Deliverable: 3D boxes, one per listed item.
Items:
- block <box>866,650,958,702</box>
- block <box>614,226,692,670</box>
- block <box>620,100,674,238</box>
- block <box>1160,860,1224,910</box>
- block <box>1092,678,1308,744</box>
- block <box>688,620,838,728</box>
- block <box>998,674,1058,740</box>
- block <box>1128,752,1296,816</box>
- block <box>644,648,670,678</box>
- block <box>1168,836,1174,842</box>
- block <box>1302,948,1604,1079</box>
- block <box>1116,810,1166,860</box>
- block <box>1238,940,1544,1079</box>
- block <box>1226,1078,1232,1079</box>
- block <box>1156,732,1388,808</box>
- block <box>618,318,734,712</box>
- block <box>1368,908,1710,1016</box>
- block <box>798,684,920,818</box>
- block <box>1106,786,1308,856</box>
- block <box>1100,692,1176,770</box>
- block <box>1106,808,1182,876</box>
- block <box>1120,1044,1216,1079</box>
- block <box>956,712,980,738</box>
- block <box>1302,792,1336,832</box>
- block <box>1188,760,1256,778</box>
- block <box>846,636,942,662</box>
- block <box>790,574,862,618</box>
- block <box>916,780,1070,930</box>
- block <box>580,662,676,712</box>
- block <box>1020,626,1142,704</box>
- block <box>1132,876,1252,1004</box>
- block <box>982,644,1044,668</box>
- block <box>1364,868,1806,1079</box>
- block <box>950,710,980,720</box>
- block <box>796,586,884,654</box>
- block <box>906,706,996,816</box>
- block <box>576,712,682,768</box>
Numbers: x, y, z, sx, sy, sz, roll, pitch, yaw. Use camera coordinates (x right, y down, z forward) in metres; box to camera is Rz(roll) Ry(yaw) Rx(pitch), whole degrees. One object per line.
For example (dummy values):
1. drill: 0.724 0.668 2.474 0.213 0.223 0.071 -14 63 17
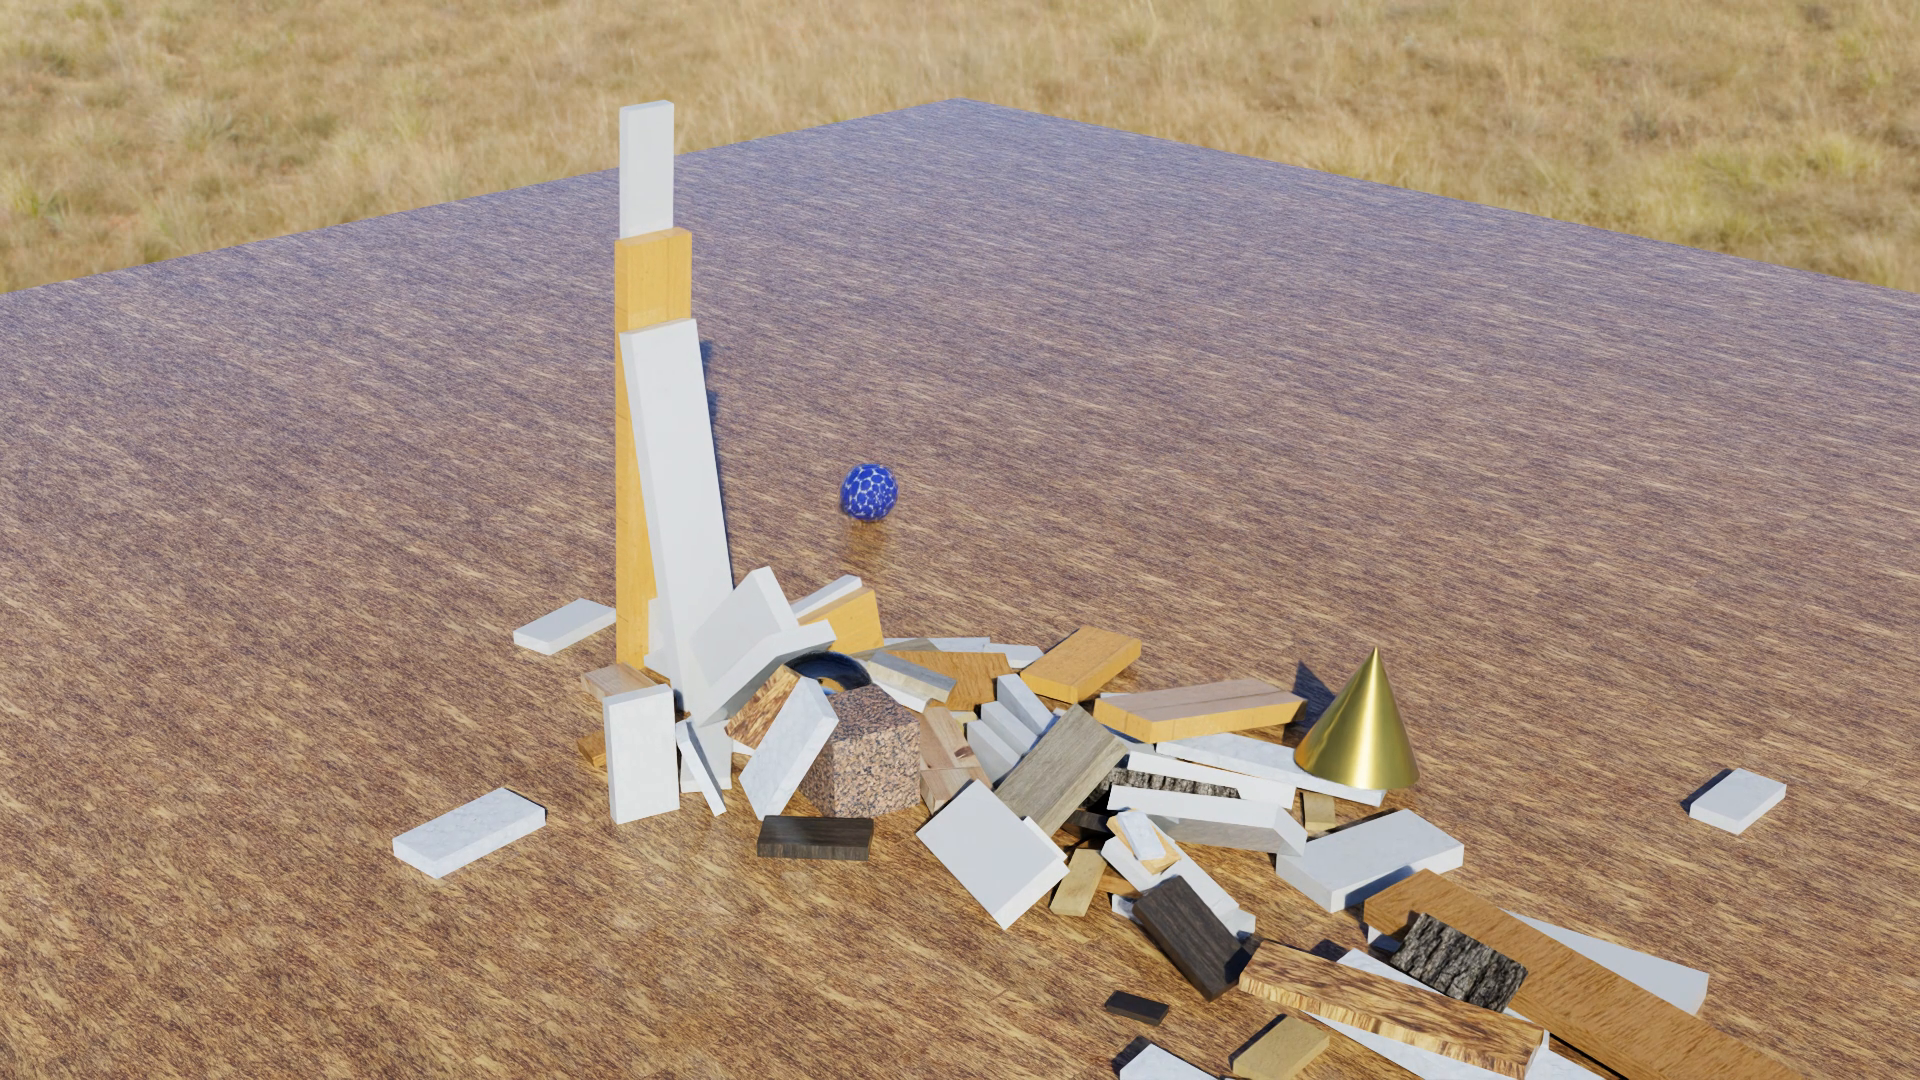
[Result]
1. block: -0.103 0.291 4.706 0.185 0.026 0.092 21 16 6
2. block: -0.681 -0.182 4.871 0.165 1.031 0.047 -20 36 -39
3. block: -0.691 -0.318 4.842 0.114 1.306 0.032 -20 36 -39
4. block: 0.423 0.633 4.012 0.106 0.015 0.053 37 40 23
5. block: 0.518 0.362 4.696 0.499 0.046 0.164 -3 16 -42
6. block: -0.415 0.281 4.603 0.167 0.334 0.047 -14 70 -44
7. block: 0.152 0.414 4.591 0.043 0.153 0.305 -8 24 -18
8. block: 0.502 0.490 4.388 0.329 0.047 0.164 11 -12 11
9. block: -0.632 0.288 4.989 0.085 0.024 0.171 -20 30 -39
10. block: 0.337 0.570 4.295 0.162 0.019 0.068 5 -24 47
11. block: 0.982 0.911 3.489 0.978 0.043 0.153 24 37 39
12. block: 0.334 0.544 4.055 0.053 0.015 0.106 -2 41 -25
13. block: 0.715 0.780 3.668 0.491 0.031 0.108 13 31 26
14. block: 0.506 0.920 3.562 0.167 0.024 0.084 6 24 14
15. block: 0.649 0.460 4.556 0.474 0.030 0.104 12 24 19
16. block: -0.601 -0.051 4.797 0.167 0.849 0.047 -20 22 -39
17. block: 1.028 0.749 3.934 0.565 0.049 0.171 14 27 31
18. block: -0.212 0.437 4.484 0.192 0.192 0.192 -12 26 -27
19. block: 0.475 0.539 4.224 0.343 0.049 0.171 3 -23 30
20. block: 0.380 0.419 4.719 0.153 0.043 0.307 1 23 3
21. block: 0.341 0.557 4.070 0.068 0.019 0.136 -15 48 -37
22. block: 0.506 0.947 3.454 0.578 0.024 0.084 22 37 36
23. block: 0.038 0.411 4.692 0.050 0.014 0.101 -19 54 -40
24. block: 0.726 0.549 4.446 0.060 0.017 0.121 2 23 6
25. block: 0.587 0.482 4.587 0.209 0.030 0.104 0 23 0
26. block: -0.211 0.306 4.850 0.408 0.043 0.153 -12 31 -32
27. block: -0.342 0.223 4.962 0.047 0.165 0.330 12 33 44
28. block: 0.059 0.595 4.193 0.164 0.046 0.328 -41 34 -7
29. block: -0.741 0.341 4.916 0.114 0.032 0.229 -16 28 -34
30. block: 0.276 0.281 4.993 0.147 0.042 0.293 14 27 30
31. block: 0.417 0.708 3.912 0.108 0.031 0.217 -26 59 -28
32. block: 0.131 0.267 5.044 0.143 0.020 0.072 5 26 -32
33. block: 1.049 0.780 3.743 0.164 0.047 0.816 -19 30 -34
34. block: -0.083 0.413 4.738 0.136 0.039 0.273 13 26 27
35. block: -0.326 0.241 4.918 0.363 0.147 0.042 -26 26 -38
36. block: -0.042 0.456 4.563 0.136 0.039 0.330 -2 30 -21
37. block: -0.703 0.419 4.702 0.212 0.026 0.092 -21 30 -24
